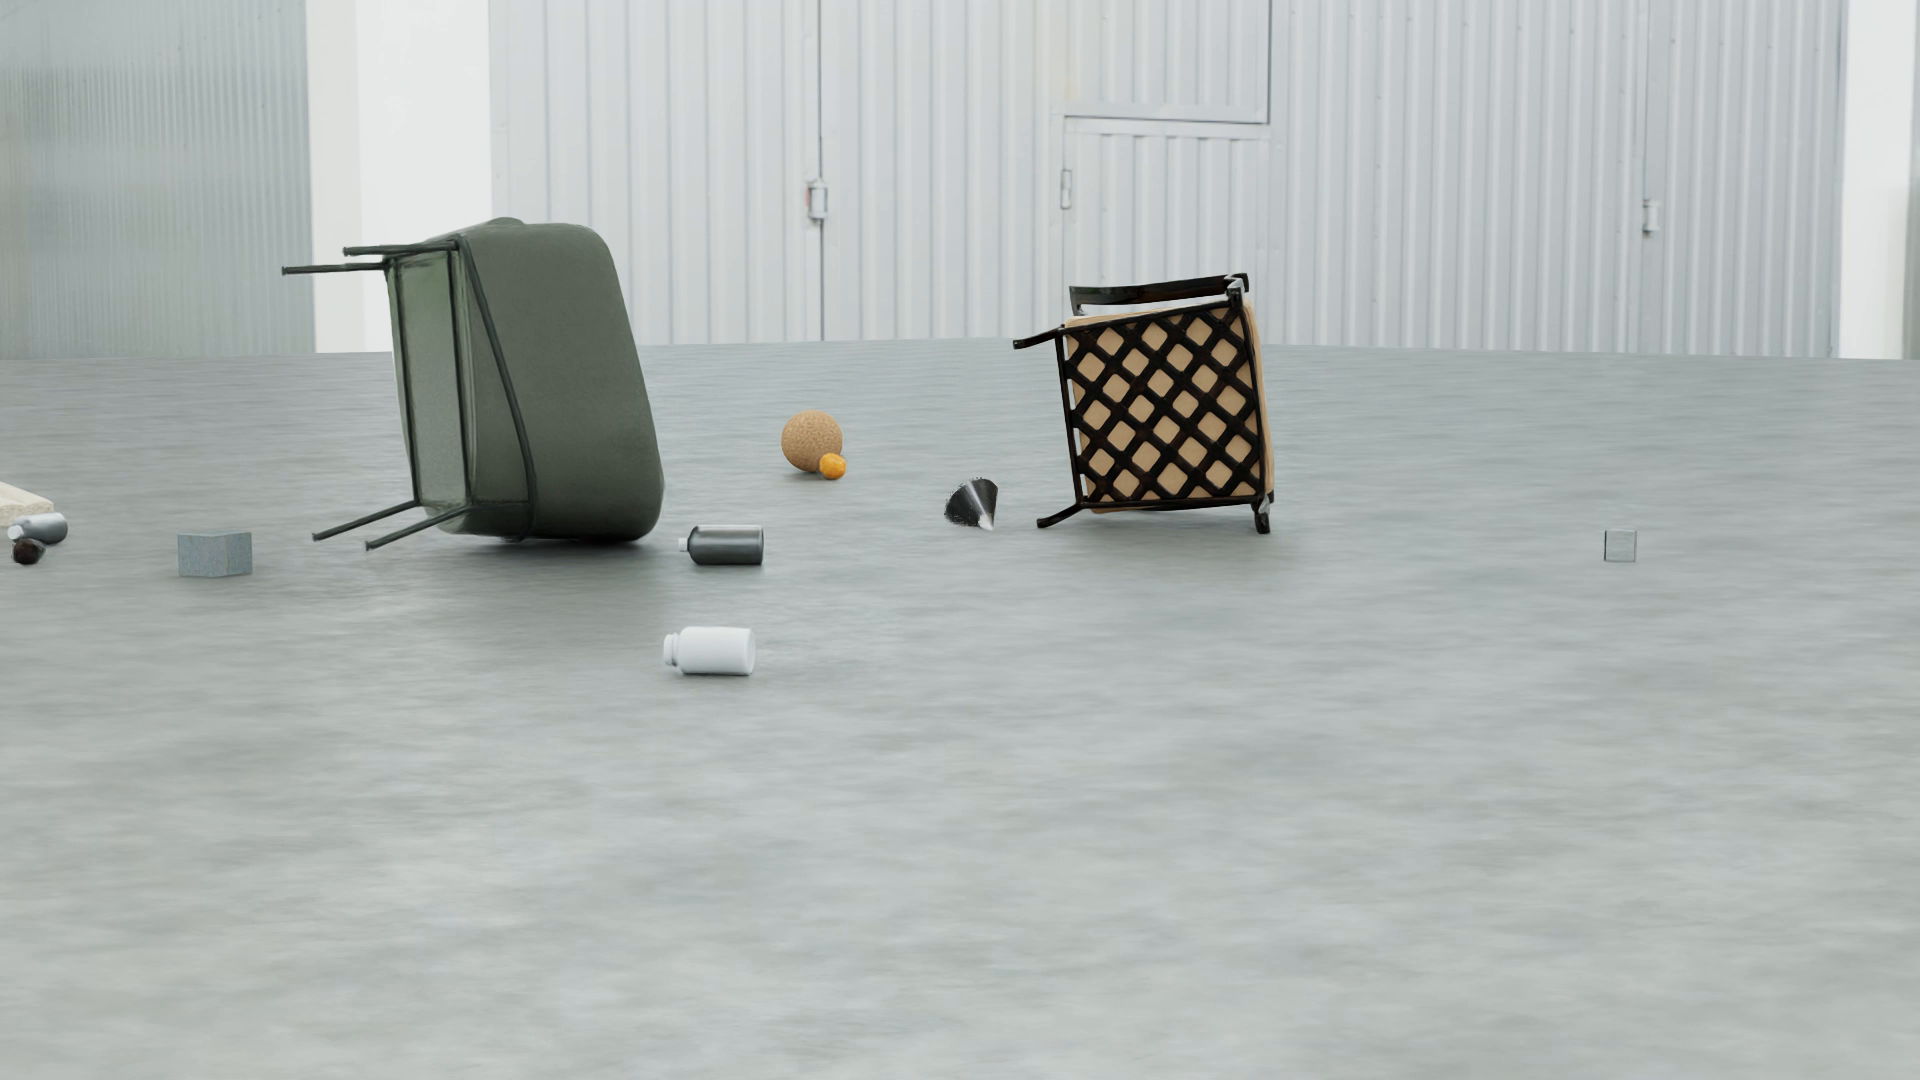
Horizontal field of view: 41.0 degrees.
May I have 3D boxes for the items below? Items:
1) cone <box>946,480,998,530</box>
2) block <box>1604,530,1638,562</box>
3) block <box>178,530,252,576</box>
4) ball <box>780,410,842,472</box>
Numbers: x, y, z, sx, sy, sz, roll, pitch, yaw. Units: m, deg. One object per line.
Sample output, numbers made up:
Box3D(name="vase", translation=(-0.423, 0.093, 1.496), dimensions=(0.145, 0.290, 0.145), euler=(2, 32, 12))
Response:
Box3D(name="cone", translation=(0.058, -0.062, 6.699), dimensions=(0.154, 0.155, 0.115), euler=(9, 34, -40))
Box3D(name="block", translation=(1.529, 0.013, 5.938), dimensions=(0.067, 0.071, 0.037), euler=(3, 6, 23))
Box3D(name="block", translation=(-1.654, 0.029, 5.696), dimensions=(0.102, 0.089, 0.121), euler=(3, 7, 29))
Box3D(name="ball", translation=(-0.498, -0.333, 8.629), dimensions=(0.209, 0.209, 0.209), euler=(0, 6, 0))
